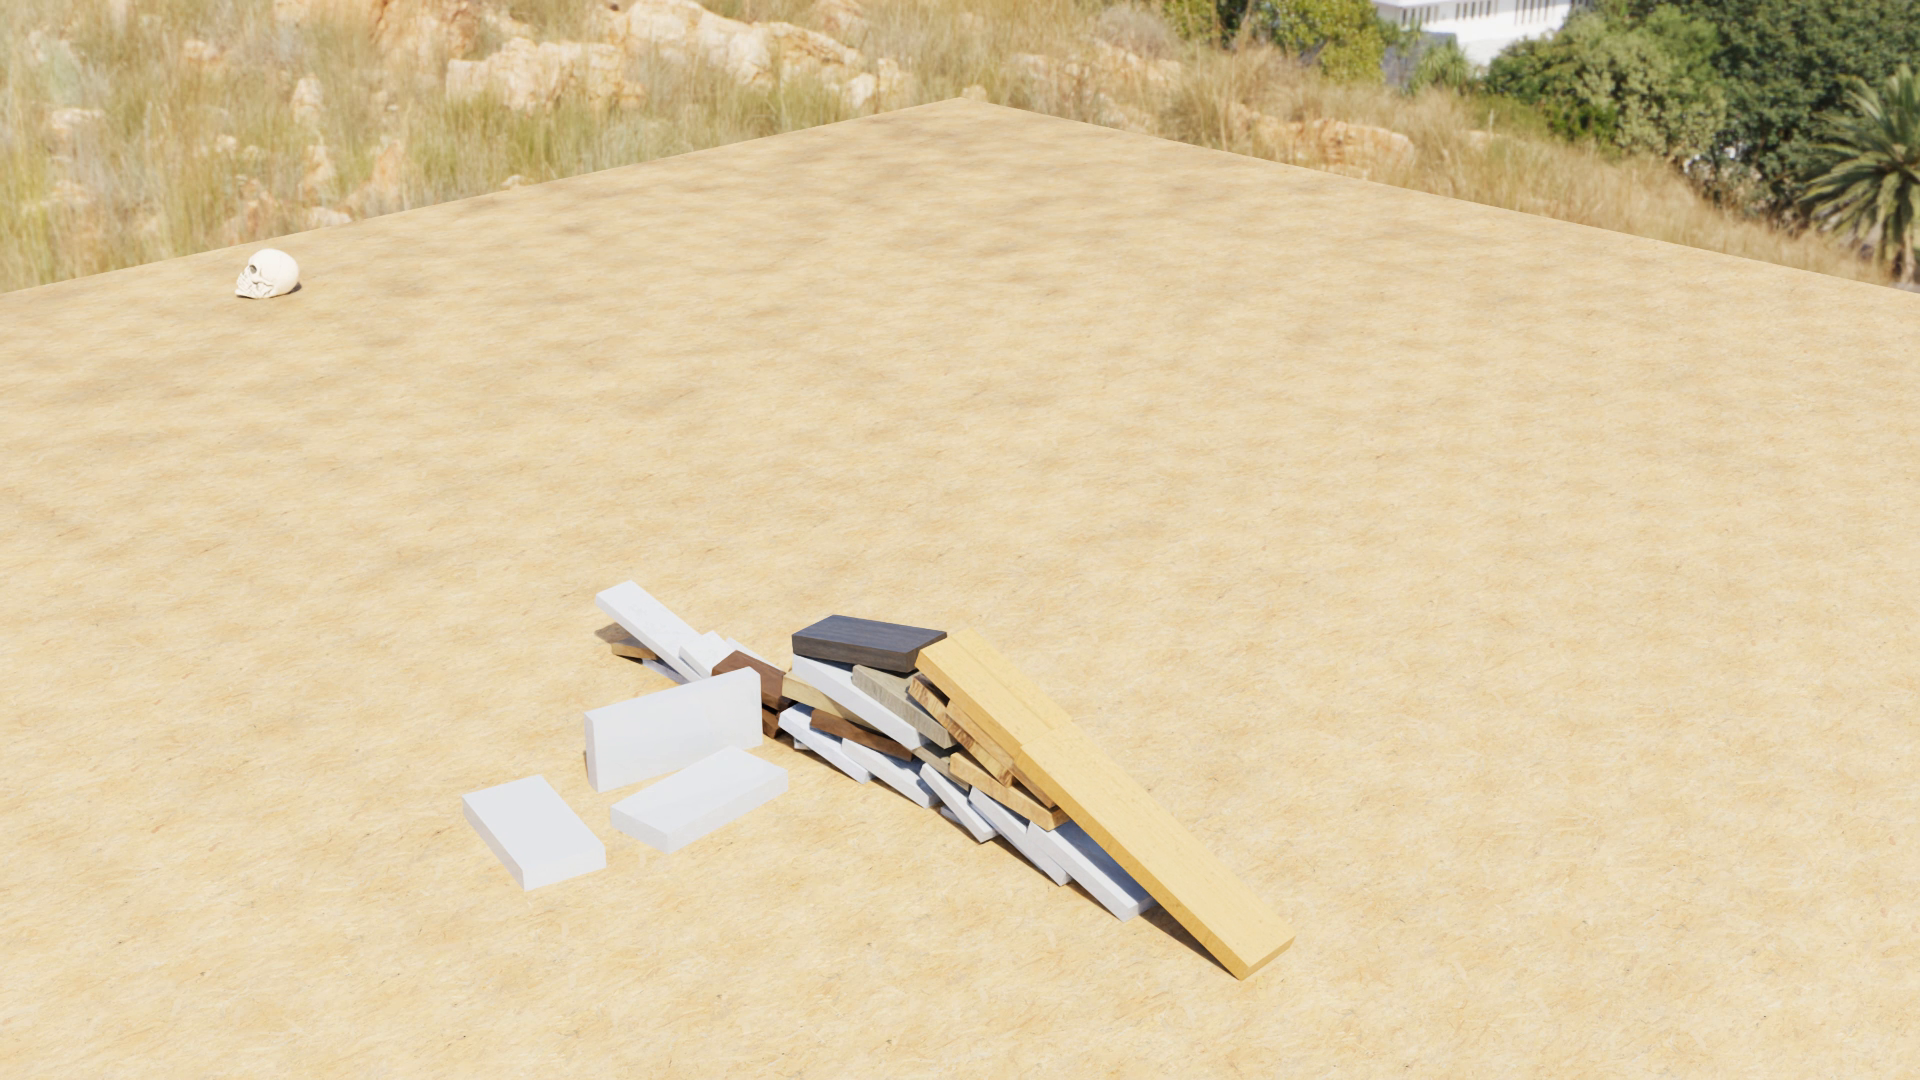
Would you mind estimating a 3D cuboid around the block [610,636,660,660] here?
[{"bbox_3d":[-0.722,0.246,5.094,0.088,0.025,0.175,-21,16,-40],"label":"block"}]

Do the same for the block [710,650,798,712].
[{"bbox_3d":[-0.433,0.308,4.789,0.195,0.028,0.098,23,31,18],"label":"block"}]

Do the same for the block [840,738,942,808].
[{"bbox_3d":[-0.118,0.462,4.560,0.239,0.034,0.120,31,35,29],"label":"block"}]

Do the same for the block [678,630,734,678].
[{"bbox_3d":[-0.525,0.287,4.892,0.195,0.028,0.098,40,42,23],"label":"block"}]

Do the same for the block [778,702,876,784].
[{"bbox_3d":[-0.254,0.418,4.649,0.239,0.034,0.120,32,36,25],"label":"block"}]

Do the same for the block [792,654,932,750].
[{"bbox_3d":[-0.164,0.309,4.557,0.165,0.047,0.373,-19,35,-40],"label":"block"}]

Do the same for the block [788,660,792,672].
[{"bbox_3d":[-0.289,0.304,4.873,0.104,0.030,0.209,10,-6,23],"label":"block"}]

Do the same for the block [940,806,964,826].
[{"bbox_3d":[0.018,0.555,4.433,0.054,0.015,0.108,-21,31,-40],"label":"block"}]

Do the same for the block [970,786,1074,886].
[{"bbox_3d":[0.157,0.552,4.290,0.134,0.038,0.268,-20,49,-40],"label":"block"}]

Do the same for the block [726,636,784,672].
[{"bbox_3d":[-0.441,0.289,4.958,0.209,0.104,0.030,27,79,47],"label":"block"}]

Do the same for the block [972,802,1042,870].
[{"bbox_3d":[0.128,0.558,4.327,0.101,0.029,0.202,-22,50,-41],"label":"block"}]

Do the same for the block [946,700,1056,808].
[{"bbox_3d":[0.125,0.385,4.258,0.146,0.041,0.292,-23,54,-42],"label":"block"}]

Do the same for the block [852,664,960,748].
[{"bbox_3d":[-0.069,0.318,4.458,0.147,0.042,0.294,-17,34,-38],"label":"block"}]

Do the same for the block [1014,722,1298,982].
[{"bbox_3d":[0.356,0.567,4.073,0.146,0.041,0.598,-23,55,-42],"label":"block"}]

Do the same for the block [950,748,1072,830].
[{"bbox_3d":[0.123,0.470,4.293,0.134,0.038,0.268,-21,36,-41],"label":"block"}]

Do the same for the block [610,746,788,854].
[{"bbox_3d":[-0.526,0.524,4.465,0.167,0.047,0.335,18,29,37],"label":"block"}]

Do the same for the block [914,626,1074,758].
[{"bbox_3d":[0.065,0.296,4.273,0.146,0.041,0.292,-23,54,-42],"label":"block"}]

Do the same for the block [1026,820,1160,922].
[{"bbox_3d":[0.268,0.606,4.185,0.134,0.038,0.268,-20,47,-40],"label":"block"}]

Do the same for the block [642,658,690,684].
[{"bbox_3d":[-0.640,0.290,5.046,0.088,0.025,0.175,-21,31,-40],"label":"block"}]

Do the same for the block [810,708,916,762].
[{"bbox_3d":[-0.178,0.386,4.595,0.239,0.034,0.120,18,29,22],"label":"block"}]

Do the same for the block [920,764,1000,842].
[{"bbox_3d":[0.021,0.511,4.396,0.101,0.029,0.202,-17,50,-38],"label":"block"}]

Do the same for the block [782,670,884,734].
[{"bbox_3d":[-0.190,0.325,4.625,0.329,0.047,0.165,18,29,23],"label":"block"}]

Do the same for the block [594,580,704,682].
[{"bbox_3d":[-0.650,0.228,4.996,0.432,0.030,0.104,35,39,29],"label":"block"}]

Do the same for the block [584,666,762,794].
[{"bbox_3d":[-0.597,0.396,4.612,0.385,0.167,0.047,-14,27,-31],"label":"block"}]

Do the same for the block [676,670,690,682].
[{"bbox_3d":[-0.579,0.295,4.972,0.175,0.025,0.088,36,40,30],"label":"block"}]

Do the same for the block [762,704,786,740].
[{"bbox_3d":[-0.437,0.348,4.810,0.195,0.028,0.098,40,40,23],"label":"block"}]

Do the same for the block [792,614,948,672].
[{"bbox_3d":[-0.188,0.213,4.574,0.294,0.042,0.147,7,19,34],"label":"block"}]

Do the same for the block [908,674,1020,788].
[{"bbox_3d":[0.051,0.354,4.332,0.147,0.042,0.294,-21,53,-41],"label":"block"}]

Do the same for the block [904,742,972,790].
[{"bbox_3d":[-0.012,0.432,4.425,0.101,0.029,0.202,-18,34,-39],"label":"block"}]

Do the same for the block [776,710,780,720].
[{"bbox_3d":[-0.337,0.398,4.754,0.113,0.016,0.057,37,39,25],"label":"block"}]

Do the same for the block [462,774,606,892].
[{"bbox_3d":[-0.845,0.575,4.346,0.167,0.047,0.335,-14,26,-29],"label":"block"}]

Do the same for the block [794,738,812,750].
[{"bbox_3d":[-0.329,0.405,4.719,0.057,0.016,0.113,8,36,-15],"label":"block"}]
